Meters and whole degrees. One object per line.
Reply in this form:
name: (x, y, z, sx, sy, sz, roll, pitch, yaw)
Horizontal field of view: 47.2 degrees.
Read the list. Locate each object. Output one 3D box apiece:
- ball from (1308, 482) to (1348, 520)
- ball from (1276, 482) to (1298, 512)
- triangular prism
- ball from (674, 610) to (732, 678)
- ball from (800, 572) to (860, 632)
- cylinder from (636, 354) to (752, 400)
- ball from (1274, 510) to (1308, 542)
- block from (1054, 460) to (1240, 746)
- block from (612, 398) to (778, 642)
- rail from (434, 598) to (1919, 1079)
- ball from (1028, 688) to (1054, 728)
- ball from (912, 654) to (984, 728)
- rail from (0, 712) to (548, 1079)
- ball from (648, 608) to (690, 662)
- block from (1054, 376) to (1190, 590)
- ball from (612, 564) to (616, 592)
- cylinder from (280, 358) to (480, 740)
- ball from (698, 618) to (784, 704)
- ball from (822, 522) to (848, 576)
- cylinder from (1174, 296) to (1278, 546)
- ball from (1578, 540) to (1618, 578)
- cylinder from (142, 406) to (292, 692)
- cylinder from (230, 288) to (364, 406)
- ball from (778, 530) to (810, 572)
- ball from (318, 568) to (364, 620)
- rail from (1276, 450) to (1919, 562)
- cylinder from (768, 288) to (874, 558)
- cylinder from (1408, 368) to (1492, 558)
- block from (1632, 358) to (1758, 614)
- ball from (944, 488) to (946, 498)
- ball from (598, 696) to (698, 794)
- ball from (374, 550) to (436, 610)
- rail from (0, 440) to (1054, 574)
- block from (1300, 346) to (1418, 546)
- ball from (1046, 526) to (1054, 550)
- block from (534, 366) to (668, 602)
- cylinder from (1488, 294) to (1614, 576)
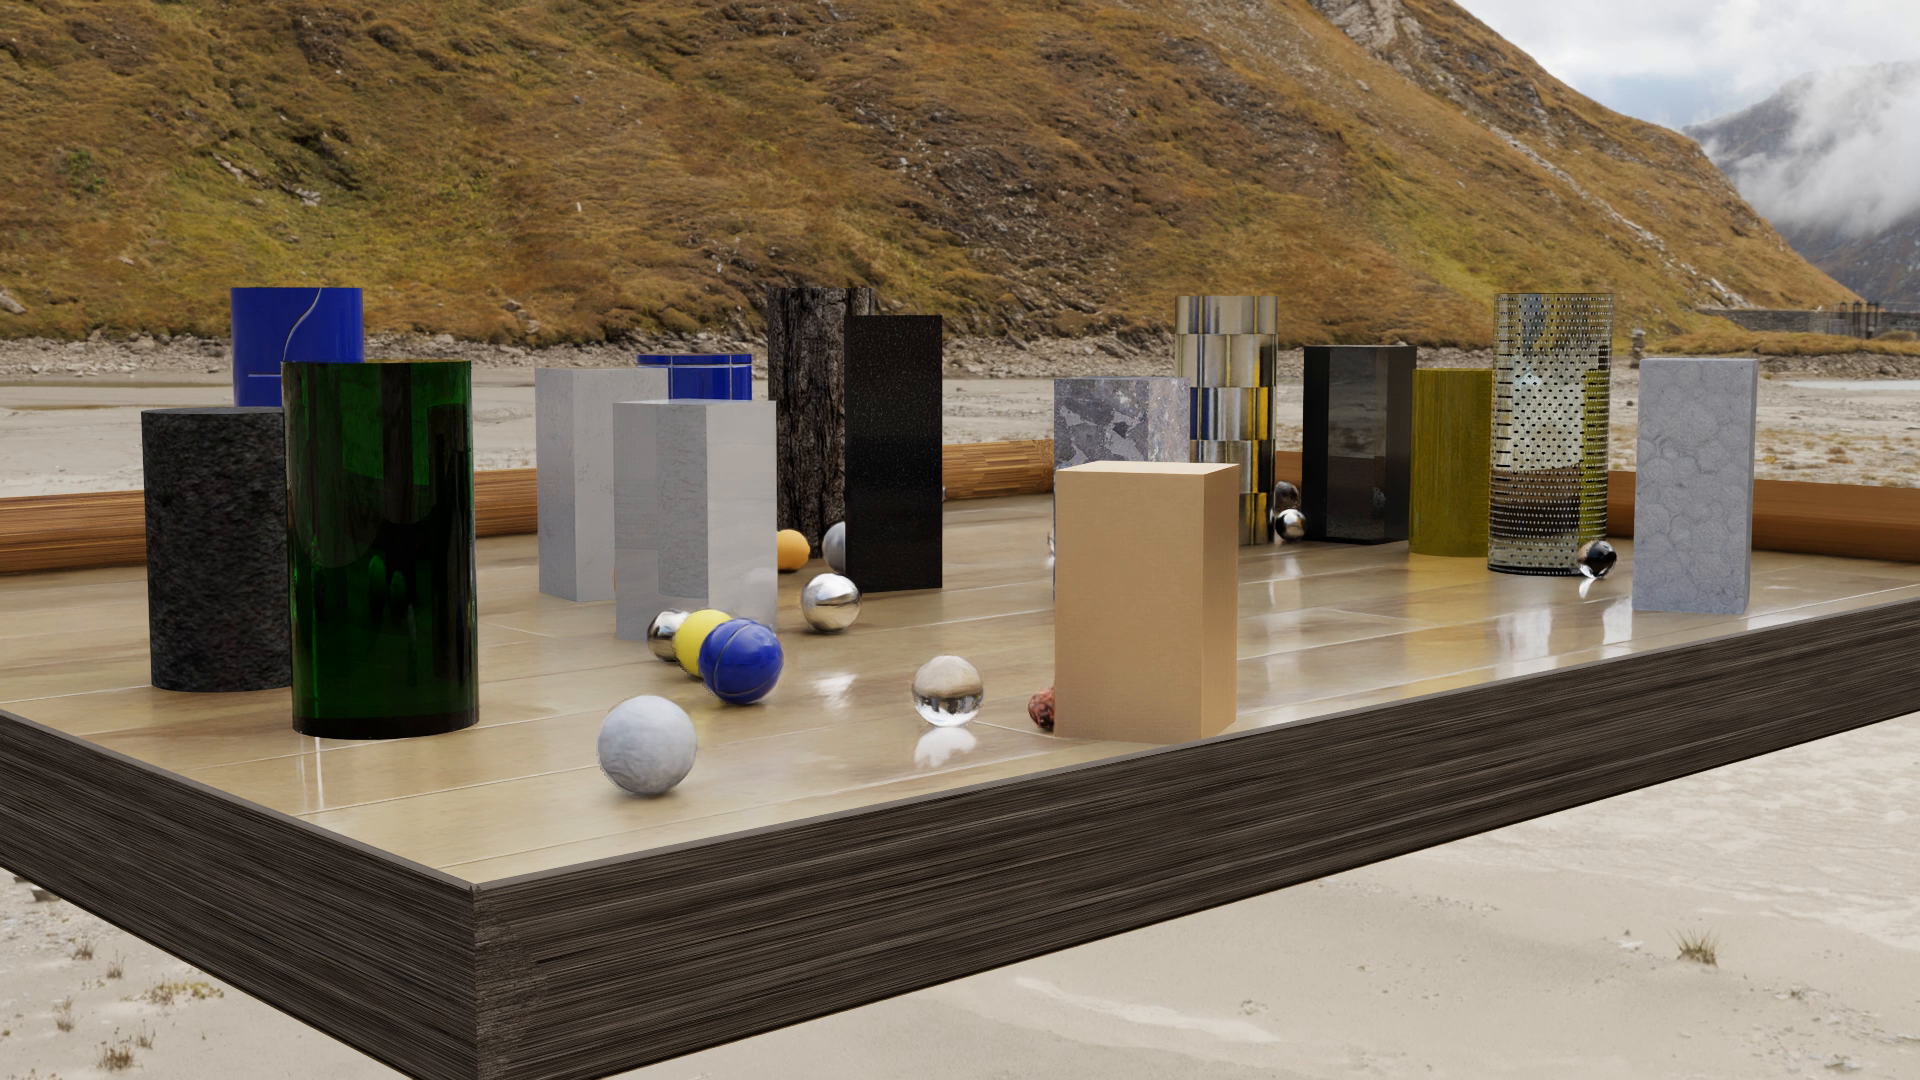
ball: (0.782, -0.083, 4.677, 0.081, 0.081, 0.081, 0, 6, 0)
ball: (0.716, -0.096, 4.869, 0.067, 0.067, 0.067, 0, 6, 0)
triangular prism: (-0.137, -0.143, 3.544, 0.170, 0.437, 0.147, -3, 7, -29)
ball: (-0.305, 0.126, 2.670, 0.083, 0.083, 0.083, 0, 6, 0)
ball: (-0.179, 0.086, 3.046, 0.084, 0.084, 0.084, 0, 6, 0)
cylinder: (-0.455, -0.134, 3.778, 0.196, 0.369, 0.196, 0, 6, 0)
ball: (0.639, -0.029, 4.246, 0.063, 0.063, 0.063, 0, 6, 0)
block: (0.200, 0.062, 2.334, 0.157, 0.279, 0.157, 2, 6, 20)
block: (-0.360, -0.028, 3.000, 0.157, 0.321, 0.157, 4, 7, 30)
rail: (0.921, 0.137, 2.339, 3.279, 0.128, 0.045, -5, 8, -42)
ball: (0.094, 0.179, 2.350, 0.043, 0.043, 0.043, 0, 6, 0)
ball: (-0.013, 0.161, 2.354, 0.078, 0.078, 0.078, 0, 6, 0)
rail: (-1.188, 0.147, 2.242, 0.045, 0.128, 2.765, -5, 8, -42)
ball: (-0.362, 0.121, 2.789, 0.068, 0.068, 0.068, 0, 6, 0)
block: (0.250, -0.079, 3.392, 0.157, 0.340, 0.157, 3, 7, 29)
ball: (-0.466, 0.056, 3.261, 0.098, 0.098, 0.098, 0, 6, 0)
cylinder: (-0.621, 0.003, 2.362, 0.196, 0.391, 0.196, 0, 6, 0)
ball: (-0.249, 0.137, 2.498, 0.097, 0.097, 0.097, 0, 6, 0)
ball: (-0.186, 0.014, 3.703, 0.092, 0.092, 0.092, 0, 6, 0)
cylinder: (0.510, -0.233, 4.233, 0.196, 0.471, 0.196, 0, 6, 0)
ball: (1.061, 0.032, 3.661, 0.064, 0.064, 0.064, 0, 6, 0)
cylinder: (-0.876, 0.006, 2.649, 0.196, 0.325, 0.196, 0, 6, 0)
cylinder: (-1.023, -0.151, 3.416, 0.196, 0.478, 0.196, 0, 6, 0)
ball: (-0.294, 0.018, 3.754, 0.072, 0.072, 0.072, 0, 6, 0)
ball: (-0.897, 0.077, 3.169, 0.076, 0.076, 0.076, 0, 6, 0)
rail: (1.188, -0.081, 4.422, 0.045, 0.128, 2.765, -5, 8, -42)
cylinder: (-0.252, -0.217, 4.026, 0.196, 0.484, 0.196, 0, 6, 0)
cylinder: (0.930, -0.146, 4.051, 0.196, 0.336, 0.196, 0, 6, 0)
block: (1.105, -0.085, 3.305, 0.157, 0.371, 0.157, 2, 6, 23)
ball: (-0.053, -0.108, 5.098, 0.044, 0.044, 0.044, 0, 6, 0)
ball: (-0.288, 0.189, 2.029, 0.091, 0.091, 0.091, 0, 6, 0)
ball: (-0.826, 0.059, 3.271, 0.090, 0.090, 0.090, 0, 6, 0)
rail: (-0.921, -0.071, 4.325, 3.279, 0.128, 0.045, -5, 8, -42)
block: (0.773, -0.188, 4.261, 0.157, 0.376, 0.157, 5, 8, 40)
ball: (0.186, -0.003, 4.037, 0.054, 0.054, 0.054, 0, 6, 0)
block: (-0.561, -0.092, 3.450, 0.157, 0.355, 0.157, -4, 7, -32)
cylinder: (1.008, -0.184, 3.758, 0.196, 0.472, 0.196, 0, 6, 0)
